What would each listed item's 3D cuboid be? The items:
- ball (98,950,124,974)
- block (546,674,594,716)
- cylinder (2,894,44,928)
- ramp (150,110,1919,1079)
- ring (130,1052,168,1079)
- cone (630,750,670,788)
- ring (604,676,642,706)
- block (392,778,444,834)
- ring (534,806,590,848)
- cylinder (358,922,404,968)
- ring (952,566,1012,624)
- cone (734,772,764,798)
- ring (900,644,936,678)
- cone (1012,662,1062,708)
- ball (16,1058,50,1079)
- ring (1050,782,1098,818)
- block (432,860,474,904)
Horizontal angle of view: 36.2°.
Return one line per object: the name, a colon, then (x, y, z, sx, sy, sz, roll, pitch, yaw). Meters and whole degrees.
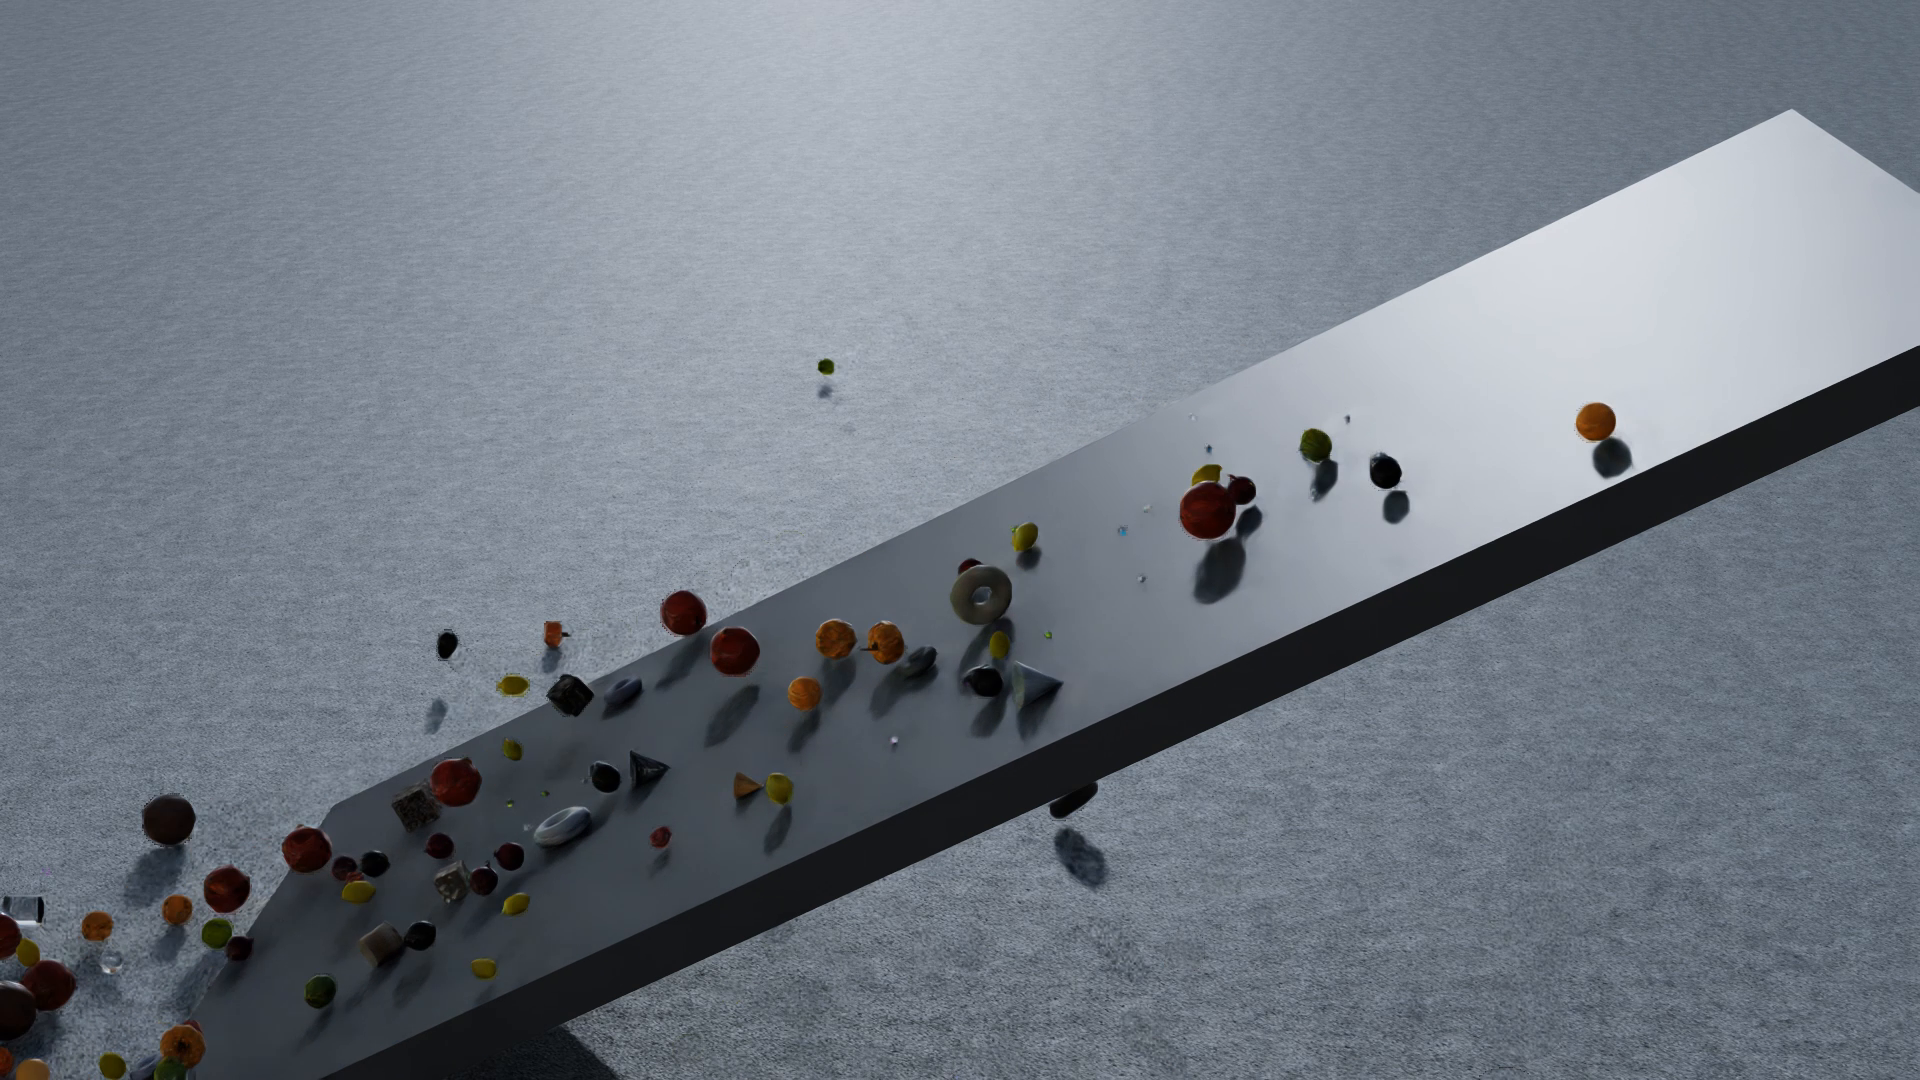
ball: (-1.965, 0.977, 6.805, 0.056, 0.056, 0.056, 0, 17, 0)
block: (-0.937, 0.373, 7.070, 0.068, 0.068, 0.068, -51, 29, -22)
cylinder: (-2.215, 0.877, 6.951, 0.077, 0.077, 0.077, 6, 11, -32)
ramp: (0.139, 0.168, 6.281, 4.000, 0.100, 2.000, -25, 14, 10)
ring: (-1.690, 1.100, 6.136, 0.086, 0.029, 0.086, -25, 15, 7)
cone: (-0.666, 0.493, 6.357, 0.083, 0.083, 0.083, -3, 17, -14)
ring: (-0.815, 0.364, 7.123, 0.103, 0.034, 0.103, -27, 15, 8)
block: (-1.284, 0.629, 6.959, 0.082, 0.082, 0.082, -27, 14, 3)
ring: (-0.847, 0.611, 6.260, 0.131, 0.044, 0.131, -26, 12, 6)
cylinder: (-1.195, 0.834, 6.066, 0.068, 0.068, 0.068, -36, 34, -30)
ring: (0.045, 0.115, 6.159, 0.136, 0.136, 0.045, -6, 26, -19)
cone: (-0.420, 0.493, 5.904, 0.056, 0.056, 0.056, 2, 17, 9)
ring: (-0.086, 0.253, 6.104, 0.089, 0.030, 0.089, -36, 18, 14)
cone: (0.154, 0.272, 5.572, 0.090, 0.090, 0.090, -3, 17, -13)
ball: (-1.971, 1.136, 6.252, 0.070, 0.070, 0.070, 0, 17, 0)
ring: (0.296, 0.673, 7.664, 0.148, 0.049, 0.148, -35, 0, 0)
block: (-1.075, 0.726, 6.251, 0.058, 0.058, 0.058, -25, 14, 10)
